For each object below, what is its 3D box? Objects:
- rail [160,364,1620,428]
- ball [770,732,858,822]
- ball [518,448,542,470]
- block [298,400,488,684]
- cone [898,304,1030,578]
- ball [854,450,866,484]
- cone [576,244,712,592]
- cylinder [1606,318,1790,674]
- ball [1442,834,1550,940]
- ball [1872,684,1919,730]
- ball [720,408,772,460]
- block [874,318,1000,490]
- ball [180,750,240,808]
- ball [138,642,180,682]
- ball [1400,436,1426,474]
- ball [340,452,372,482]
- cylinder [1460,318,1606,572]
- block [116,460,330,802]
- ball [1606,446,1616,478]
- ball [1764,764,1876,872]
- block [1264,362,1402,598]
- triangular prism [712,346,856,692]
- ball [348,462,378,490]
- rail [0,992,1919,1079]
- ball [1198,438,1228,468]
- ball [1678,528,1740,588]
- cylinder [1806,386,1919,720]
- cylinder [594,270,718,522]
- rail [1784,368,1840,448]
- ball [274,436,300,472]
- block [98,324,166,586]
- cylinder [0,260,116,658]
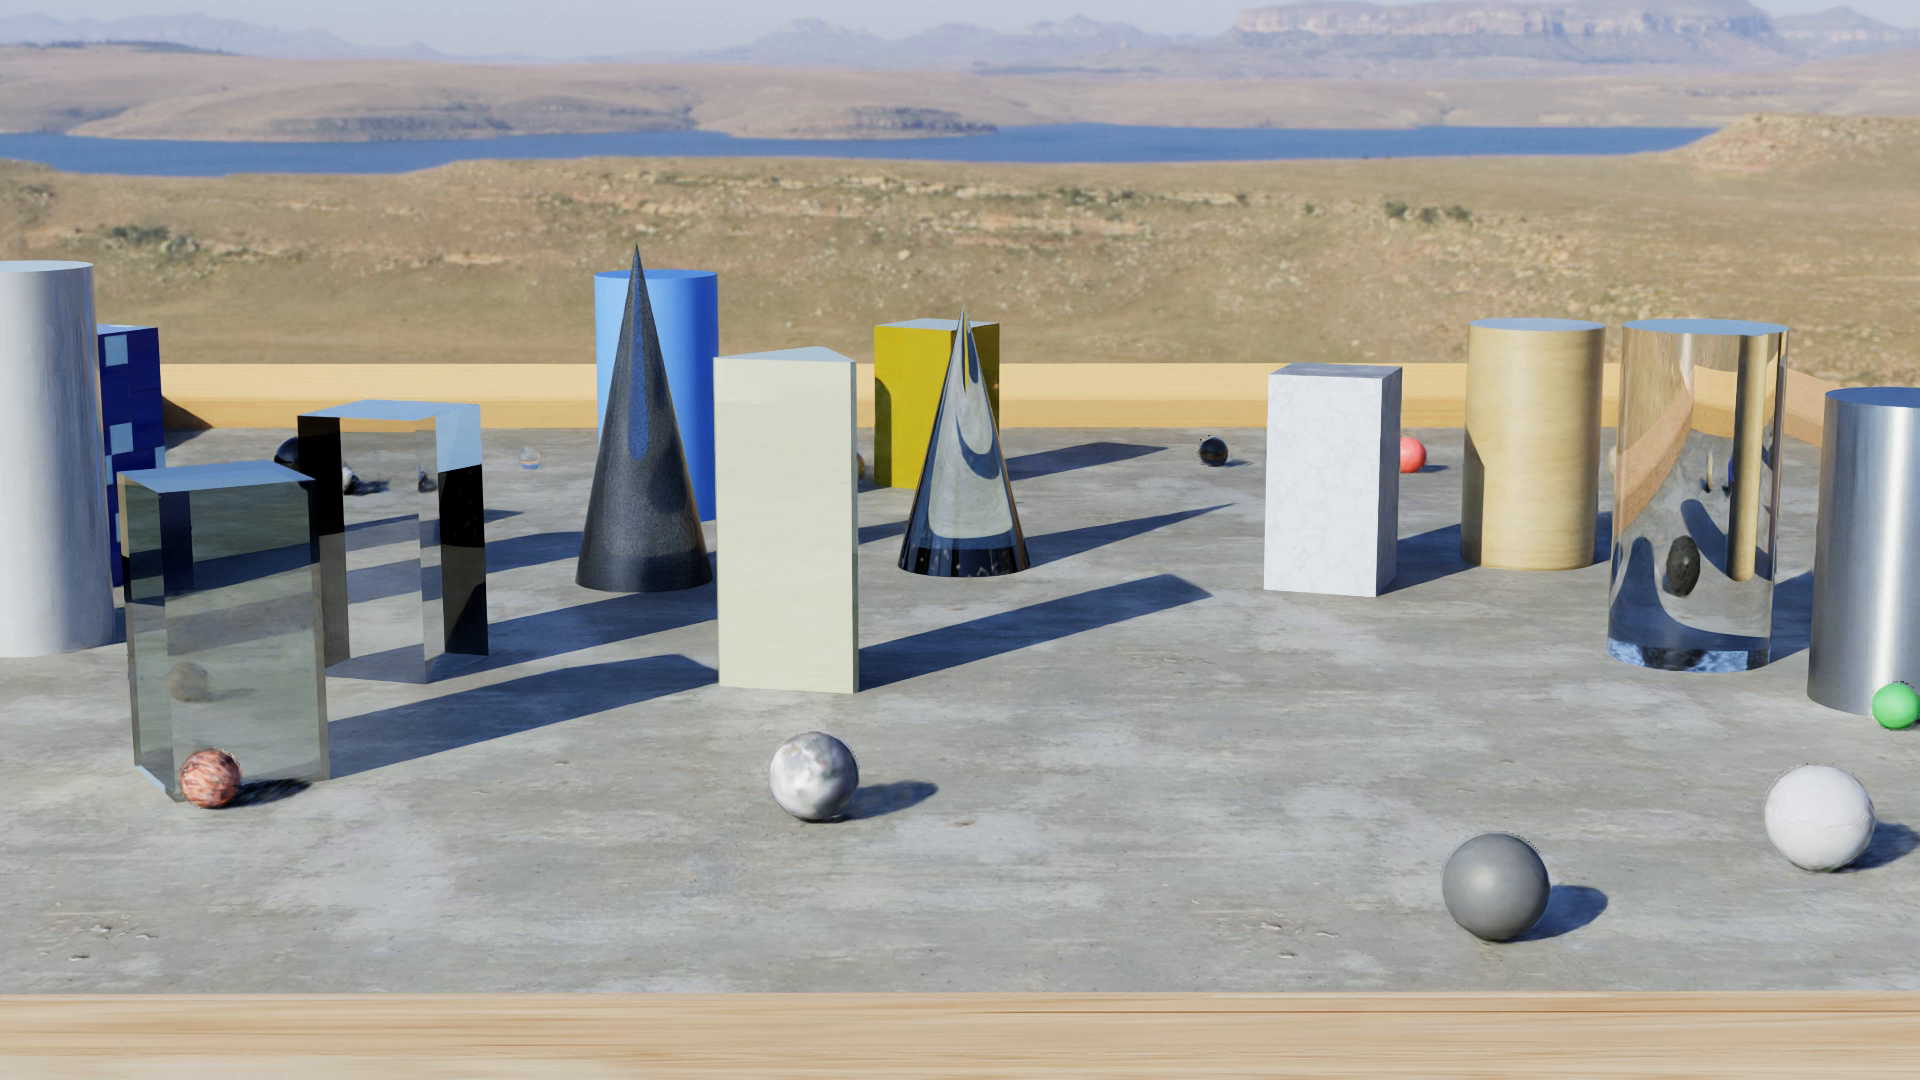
[{"bbox_3d":[-0.010,-0.290,5.190,3.334,0.128,0.045,0,10,0],"label":"rail"},{"bbox_3d":[-0.143,0.231,2.501,0.087,0.087,0.087,0,10,0],"label":"ball"},{"bbox_3d":[-0.783,-0.148,4.668,0.042,0.042,0.042,0,10,0],"label":"ball"},{"bbox_3d":[-0.688,-0.002,3.124,0.158,0.317,0.158,3,11,17],"label":"block"},{"bbox_3d":[0.006,-0.156,3.754,0.197,0.390,0.197,0,10,0],"label":"cone"},{"bbox_3d":[-0.201,-0.128,4.481,0.070,0.070,0.070,0,10,0],"label":"ball"},{"bbox_3d":[-0.453,-0.182,3.639,0.197,0.483,0.197,0,10,0],"label":"cone"},{"bbox_3d":[0.910,-0.059,3.172,0.197,0.411,0.197,0,10,0],"label":"cylinder"},{"bbox_3d":[0.452,0.292,2.163,0.089,0.089,0.089,0,10,0],"label":"ball"},{"bbox_3d":[1.037,0.185,2.844,0.052,0.052,0.052,0,10,0],"label":"ball"},{"bbox_3d":[-0.399,-0.199,4.795,0.096,0.096,0.096,0,10,0],"label":"ball"},{"bbox_3d":[-0.040,-0.238,4.501,0.158,0.281,0.158,7,12,32],"label":"block"},{"bbox_3d":[-0.744,0.237,2.547,0.057,0.057,0.057,0,10,0],"label":"ball"},{"bbox_3d":[-0.959,0.145,3.069,0.048,0.048,0.048,0,10,0],"label":"ball"},{"bbox_3d":[0.808,-0.153,4.629,0.066,0.066,0.066,0,10,0],"label":"ball"},{"bbox_3d":[-1.062,-0.126,4.512,0.056,0.056,0.056,0,10,0],"label":"ball"},{"bbox_3d":[0.847,-0.145,3.802,0.197,0.351,0.197,0,10,0],"label":"cylinder"},{"bbox_3d":[-0.759,0.089,2.644,0.158,0.314,0.158,-7,12,-32],"label":"block"},{"bbox_3d":[1.176,-0.137,4.518,0.075,0.075,0.075,0,10,0],"label":"ball"},{"bbox_3d":[0.786,0.254,2.347,0.097,0.097,0.097,0,10,0],"label":"ball"},{"bbox_3d":[0.529,-0.089,3.629,0.158,0.304,0.158,4,11,19],"label":"block"},{"bbox_3d":[-0.187,-0.029,3.068,0.171,0.391,0.148,2,11,13],"label":"triangular prism"},{"bbox_3d":[-1.037,-0.112,4.455,0.049,0.049,0.049,0,10,0],"label":"ball"},{"bbox_3d":[0.010,0.356,1.707,3.334,0.128,0.045,0,10,0],"label":"rail"},{"bbox_3d":[0.465,-0.161,4.704,0.054,0.054,0.054,0,10,0],"label":"ball"},{"bbox_3d":[1.057,0.025,3.616,0.084,0.084,0.084,0,10,0],"label":"ball"},{"bbox_3d":[1.088,0.012,2.950,0.197,0.354,0.197,0,10,0],"label":"cylinder"},{"bbox_3d":[-0.490,-0.235,4.169,0.197,0.394,0.197,0,10,0],"label":"cylinder"},{"bbox_3d":[1.643,0.031,3.458,0.045,0.128,3.590,0,10,0],"label":"rail"},{"bbox_3d":[-1.154,-0.138,4.489,0.087,0.087,0.087,0,10,0],"label":"ball"},{"bbox_3d":[-1.252,-0.122,3.663,0.158,0.357,0.158,5,12,27],"label":"block"},{"bbox_3d":[-1.186,-0.107,3.247,0.197,0.478,0.197,0,10,0],"label":"cylinder"}]
